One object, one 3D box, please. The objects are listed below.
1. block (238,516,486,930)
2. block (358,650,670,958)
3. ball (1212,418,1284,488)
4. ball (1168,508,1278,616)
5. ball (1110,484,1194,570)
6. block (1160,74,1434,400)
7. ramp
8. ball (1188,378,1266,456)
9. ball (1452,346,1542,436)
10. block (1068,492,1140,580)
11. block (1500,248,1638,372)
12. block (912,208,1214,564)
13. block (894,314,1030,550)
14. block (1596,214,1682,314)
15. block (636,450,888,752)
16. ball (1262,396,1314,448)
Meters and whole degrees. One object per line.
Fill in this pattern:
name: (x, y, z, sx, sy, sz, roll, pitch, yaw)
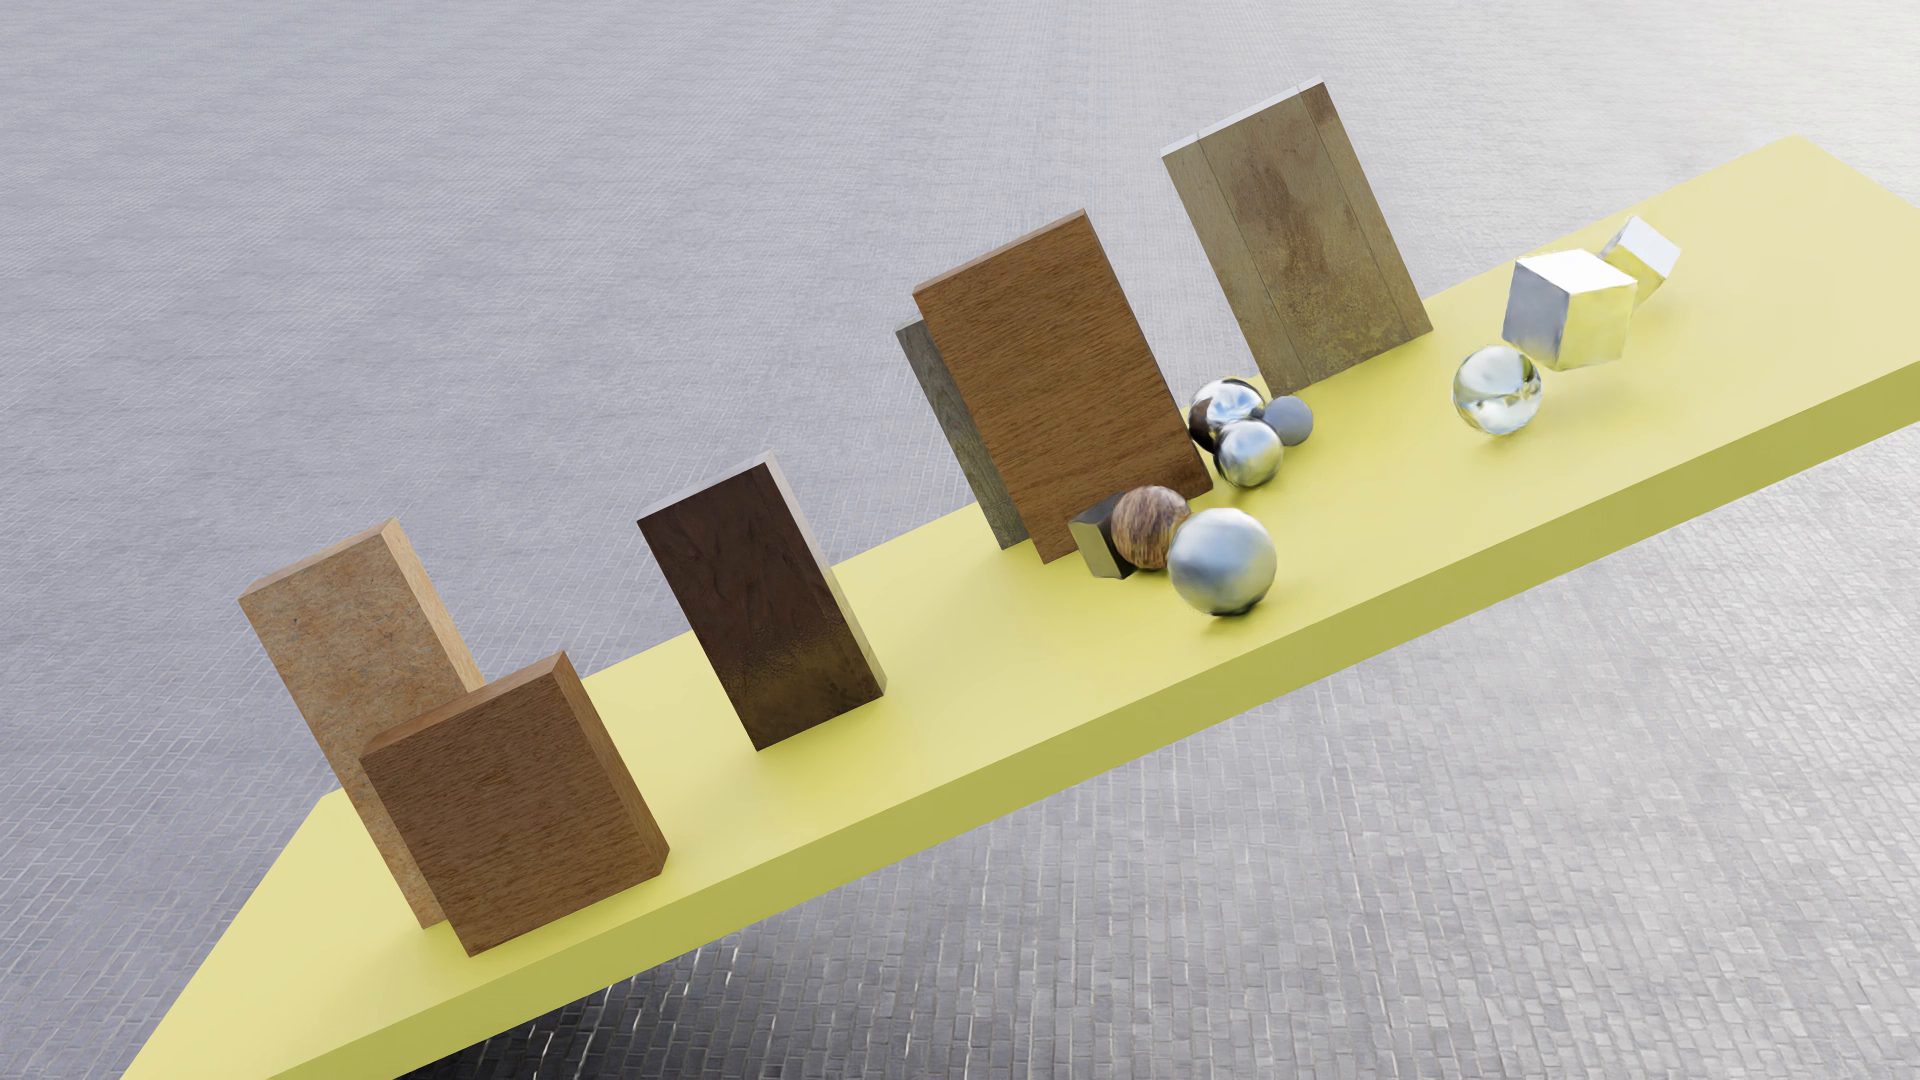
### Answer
block: (-1.113, 0.373, 5.945, 0.327, 0.776, 0.125, -24, 13, 9)
block: (-0.852, 0.508, 5.653, 0.417, 0.449, 0.132, -24, 13, 9)
ball: (0.606, -0.184, 6.194, 0.149, 0.149, 0.149, 0, 16, 0)
ball: (0.485, 0.041, 5.445, 0.203, 0.203, 0.203, 0, 16, 0)
ball: (0.390, -0.026, 5.949, 0.171, 0.171, 0.171, 0, 16, 0)
block: (0.775, -0.692, 6.767, 0.400, 0.628, 0.126, -24, 13, 9)
ramp: (0.136, 0.169, 6.282, 4.000, 0.100, 2.000, -24, 13, 9)
ball: (0.583, -0.265, 6.396, 0.176, 0.176, 0.176, 0, 16, 0)
ball: (1.045, -0.291, 5.717, 0.173, 0.173, 0.173, 0, 16, 0)
block: (0.330, -0.010, 6.089, 0.131, 0.131, 0.131, -32, 14, -21)
block: (1.171, -0.442, 5.661, 0.165, 0.165, 0.165, -11, 33, -28)
block: (0.224, -0.328, 6.345, 0.403, 0.661, 0.088, -24, 13, 9)
block: (0.144, -0.307, 6.641, 0.371, 0.559, 0.089, -24, 13, 9)
block: (1.378, -0.562, 6.025, 0.122, 0.122, 0.122, 38, 44, 0)
block: (-0.404, 0.126, 6.050, 0.294, 0.547, 0.107, -24, 13, 9)
ball: (0.704, -0.255, 6.319, 0.111, 0.111, 0.111, 0, 16, 0)
